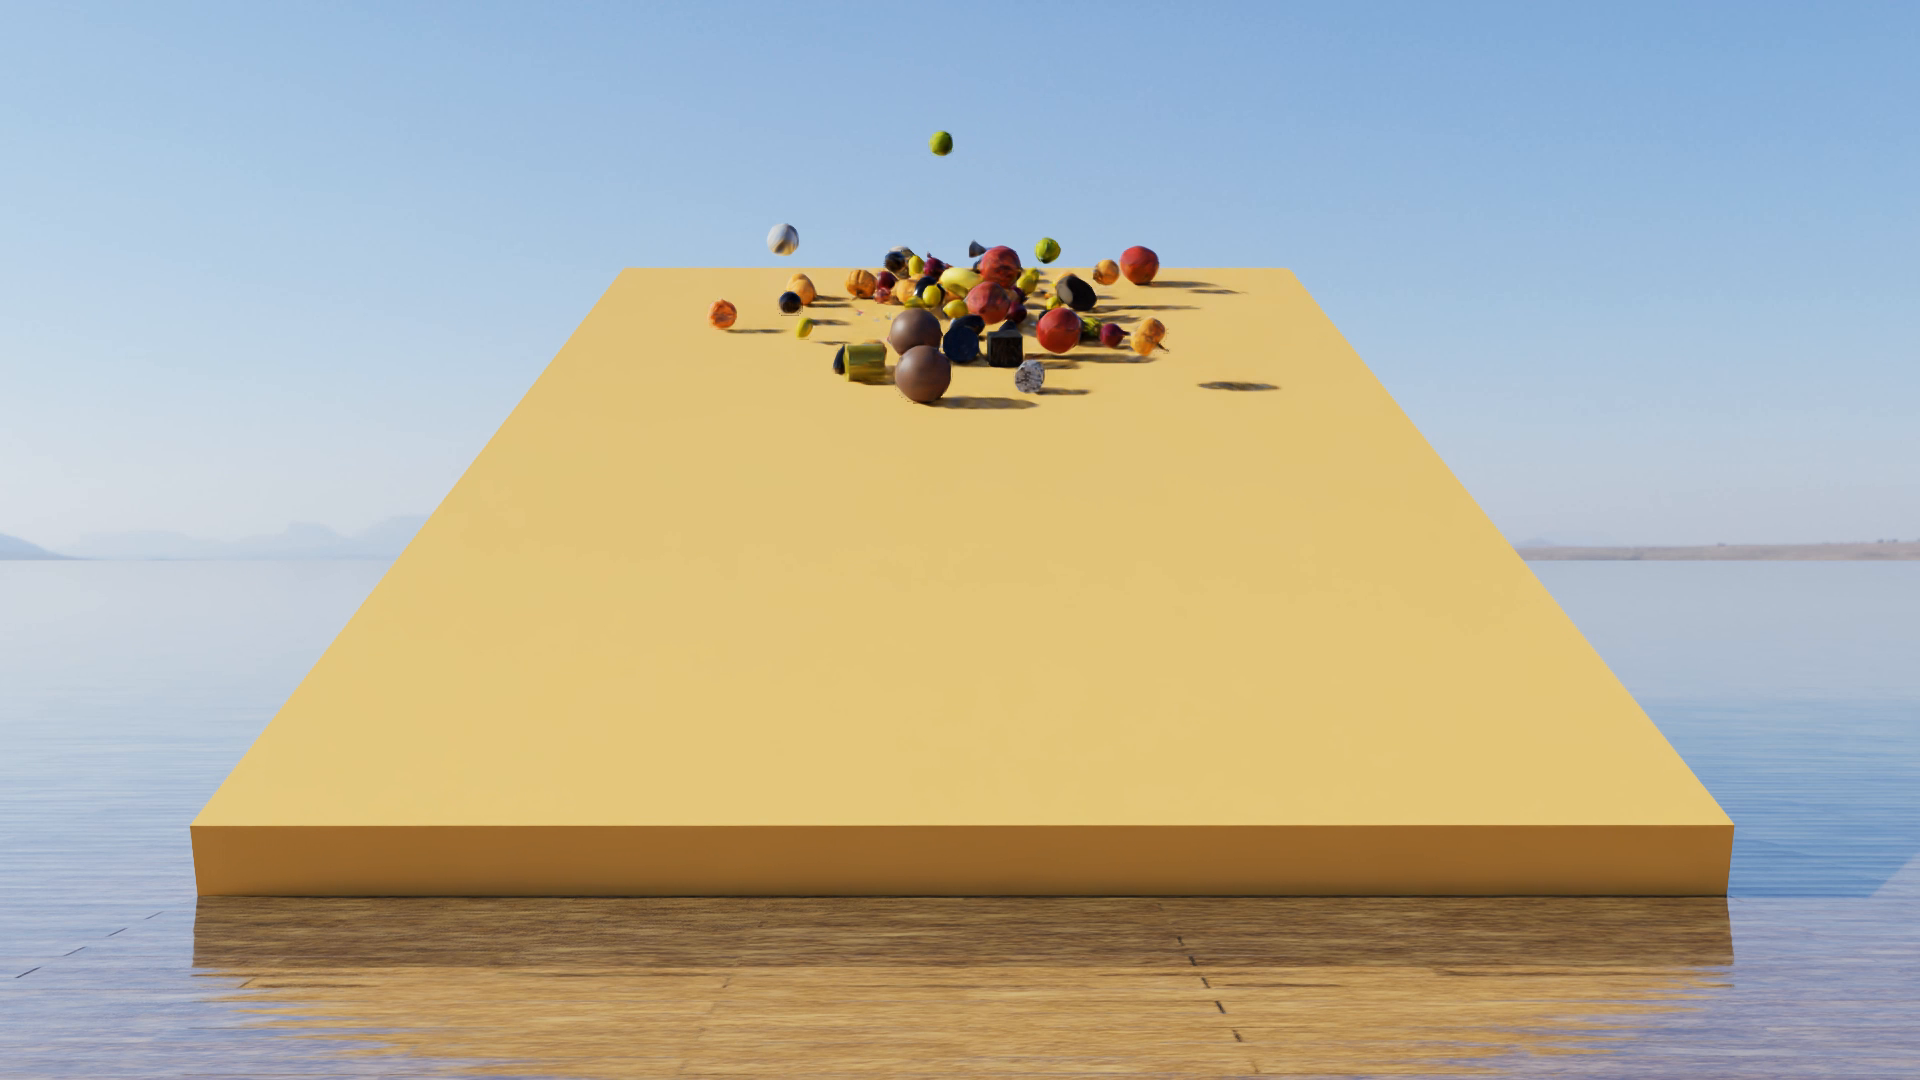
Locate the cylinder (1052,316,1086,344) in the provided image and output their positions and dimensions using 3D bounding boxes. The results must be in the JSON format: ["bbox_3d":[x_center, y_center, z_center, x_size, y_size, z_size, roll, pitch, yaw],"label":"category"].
[{"bbox_3d":[0.277,-0.535,5.679,0.062,0.062,0.062,-13,7,-35],"label":"cylinder"}]

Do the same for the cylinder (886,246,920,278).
[{"bbox_3d":[-0.170,-0.820,6.560,0.085,0.085,0.085,0,17,-13],"label":"cylinder"}]

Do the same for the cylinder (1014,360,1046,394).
[{"bbox_3d":[0.163,-0.379,5.174,0.067,0.067,0.067,0,17,7],"label":"cylinder"}]

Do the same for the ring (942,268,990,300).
[{"bbox_3d":[0.016,-0.688,5.987,0.137,0.046,0.137,20,-12,5],"label":"ring"}]

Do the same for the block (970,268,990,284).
[{"bbox_3d":[0.053,-0.737,6.317,0.053,0.053,0.053,1,-5,-9],"label":"block"}]

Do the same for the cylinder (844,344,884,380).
[{"bbox_3d":[-0.227,-0.421,5.276,0.085,0.085,0.085,-3,0,-11],"label":"cylinder"}]

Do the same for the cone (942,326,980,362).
[{"bbox_3d":[0.000,-0.474,5.521,0.092,0.092,0.092,0,-9,-3],"label":"cone"}]

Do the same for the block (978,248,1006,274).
[{"bbox_3d":[0.095,-0.831,6.624,0.067,0.067,0.067,-4,18,-12],"label":"block"}]

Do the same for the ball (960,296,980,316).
[{"bbox_3d":[0.028,-0.628,5.995,0.054,0.054,0.054,0,0,0],"label":"ball"}]

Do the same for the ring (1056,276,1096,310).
[{"bbox_3d":[0.318,-0.676,6.098,0.120,0.120,0.040,0,-42,-35],"label":"ring"}]

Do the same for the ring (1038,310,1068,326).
[{"bbox_3d":[0.247,-0.592,5.914,0.080,0.027,0.080,-5,26,2],"label":"ring"}]

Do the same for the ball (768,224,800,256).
[{"bbox_3d":[-0.473,-0.804,5.959,0.087,0.087,0.087,0,0,0],"label":"ball"}]

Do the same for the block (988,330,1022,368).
[{"bbox_3d":[0.109,-0.467,5.439,0.076,0.076,0.076,-2,17,-6],"label":"block"}]

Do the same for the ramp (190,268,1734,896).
[{"bbox_3d":[-0.003,-0.177,4.806,2.000,0.100,4.000,0,17,0],"label":"ramp"}]
